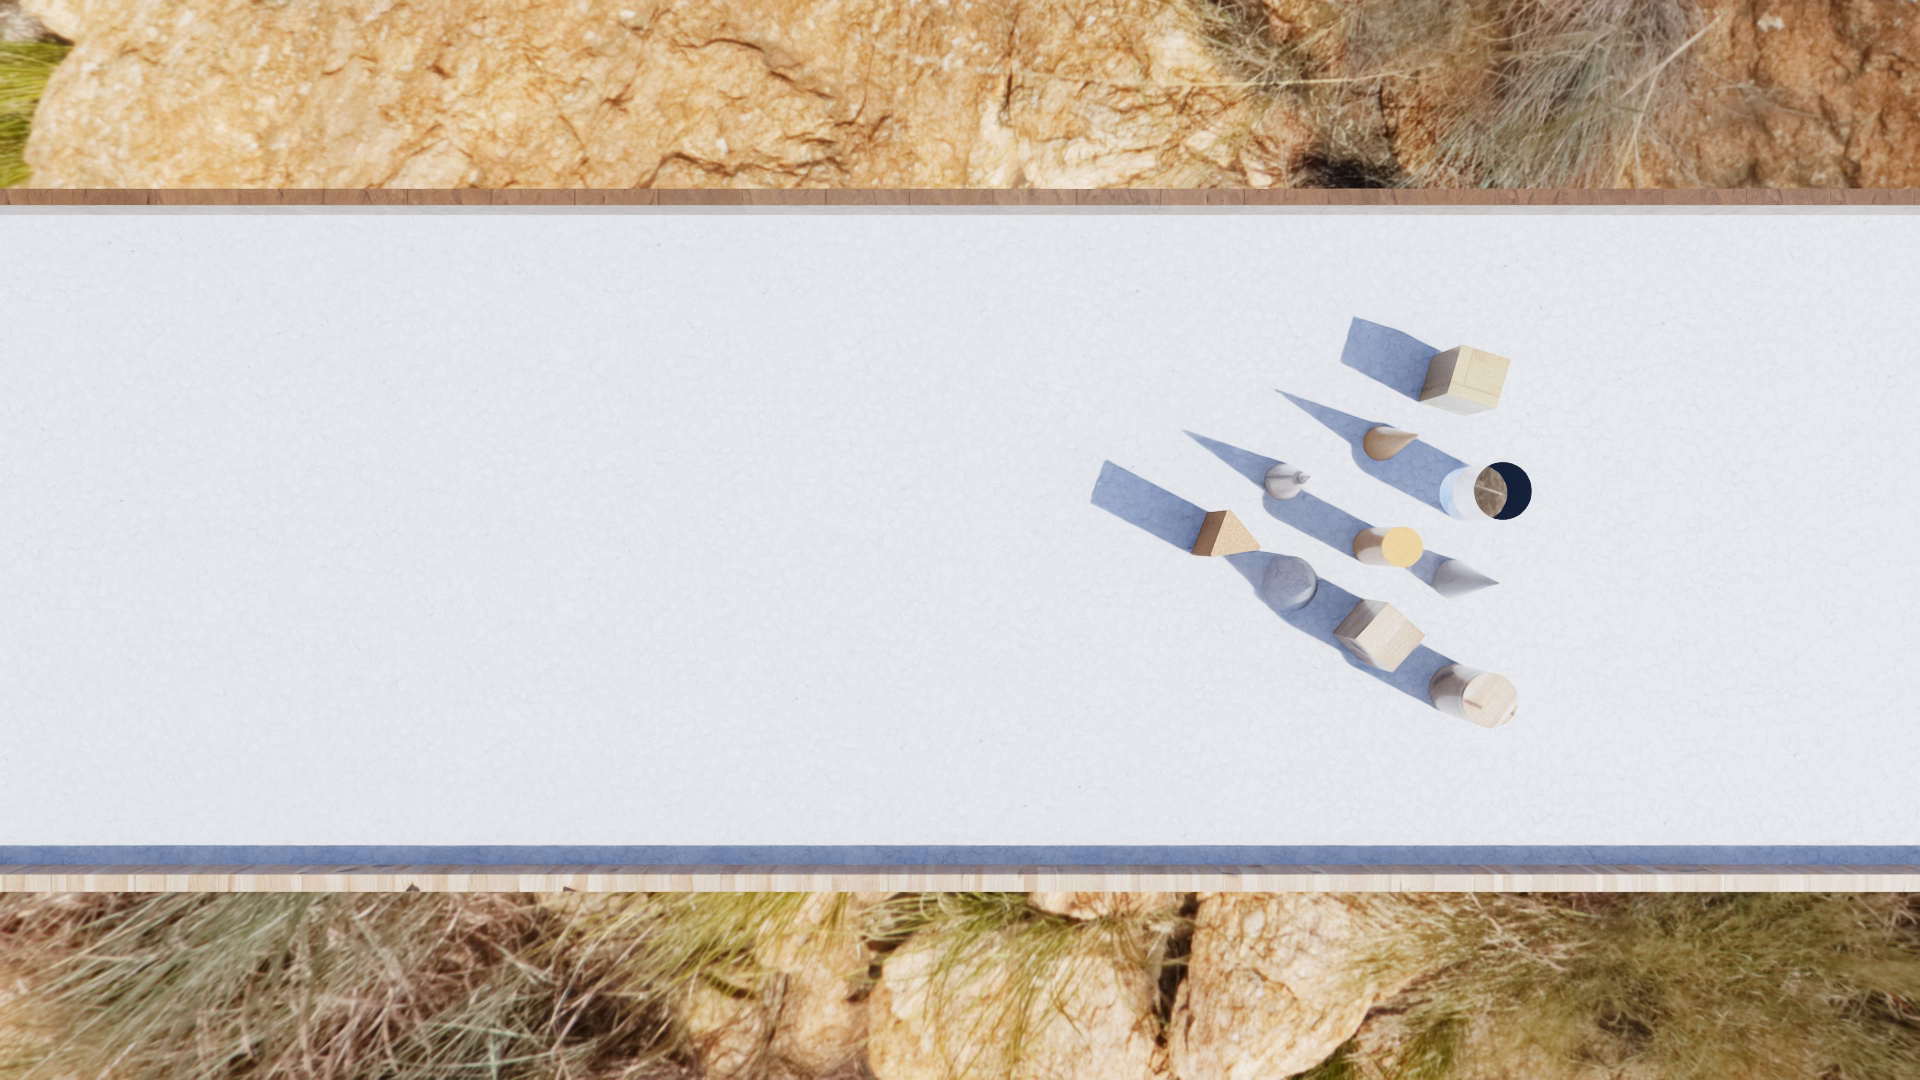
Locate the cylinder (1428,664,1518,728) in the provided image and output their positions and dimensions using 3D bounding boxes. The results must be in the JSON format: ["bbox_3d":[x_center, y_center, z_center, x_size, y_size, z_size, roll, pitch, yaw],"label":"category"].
[{"bbox_3d":[1.522,0.461,4.904,0.158,0.345,0.158,0,90,0],"label":"cylinder"}]

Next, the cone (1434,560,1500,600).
[{"bbox_3d":[1.520,0.122,4.857,0.123,0.439,0.123,0,90,0],"label":"cone"}]

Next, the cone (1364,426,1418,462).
[{"bbox_3d":[1.295,-0.297,4.863,0.109,0.427,0.109,0,90,0],"label":"cone"}]

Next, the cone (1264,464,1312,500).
[{"bbox_3d":[0.995,-0.179,4.871,0.116,0.411,0.116,0,90,0],"label":"cone"}]

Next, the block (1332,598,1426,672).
[{"bbox_3d":[1.246,0.282,4.923,0.144,0.307,0.144,42,90,0],"label":"block"}]

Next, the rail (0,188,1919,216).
[{"bbox_3d":[-2.247,-1.025,5.002,12.000,0.150,0.050,0,90,0],"label":"rail"}]

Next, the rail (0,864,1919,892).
[{"bbox_3d":[-2.247,1.025,5.001,12.000,0.150,0.050,0,90,0],"label":"rail"}]

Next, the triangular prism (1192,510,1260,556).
[{"bbox_3d":[0.774,-0.027,4.880,0.141,0.392,0.122,-9,90,0],"label":"triangular prism"}]

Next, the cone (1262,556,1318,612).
[{"bbox_3d":[1.016,0.134,4.918,0.172,0.317,0.172,0,90,0],"label":"cone"}]

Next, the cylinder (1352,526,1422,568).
[{"bbox_3d":[1.268,0.020,4.902,0.118,0.349,0.118,0,90,0],"label":"cylinder"}]

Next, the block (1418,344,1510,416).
[{"bbox_3d":[1.503,-0.473,4.925,0.149,0.303,0.149,17,90,0],"label":"block"}]

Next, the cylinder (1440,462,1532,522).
[{"bbox_3d":[1.560,-0.141,4.907,0.168,0.339,0.168,0,90,0],"label":"cylinder"}]
